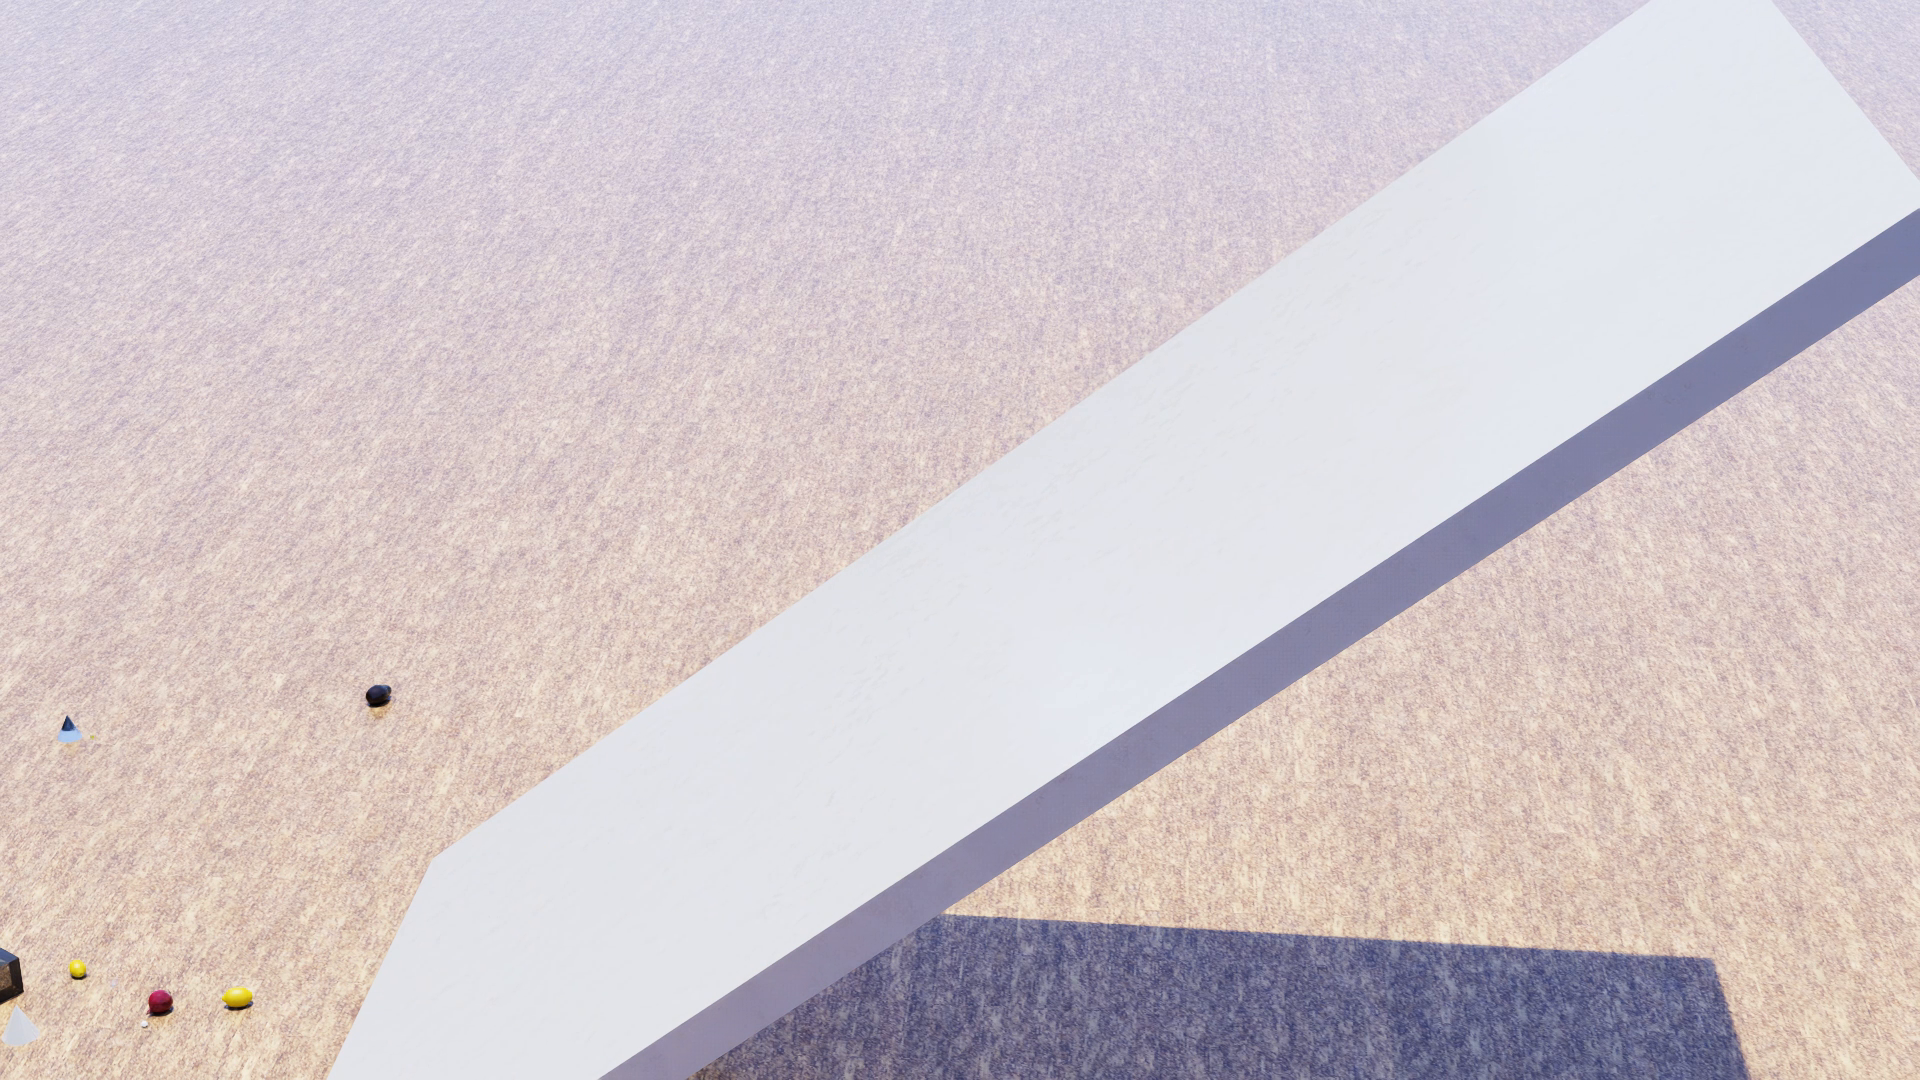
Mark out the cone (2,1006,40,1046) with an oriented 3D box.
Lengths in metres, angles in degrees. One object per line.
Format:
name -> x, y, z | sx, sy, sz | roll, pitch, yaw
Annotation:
cone -> -2.291, 1.168, 7.155 | 0.089, 0.089, 0.089 | 0, 23, 0

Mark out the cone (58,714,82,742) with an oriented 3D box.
cone -> -2.618, 0.546, 8.637 | 0.073, 0.073, 0.073 | 0, 23, 0

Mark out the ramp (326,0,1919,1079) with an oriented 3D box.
ramp -> 0.126, 0.181, 6.329 | 4.000, 0.100, 2.000 | -35, 16, 17

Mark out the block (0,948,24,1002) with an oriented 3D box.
block -> -2.411, 1.087, 7.331 | 0.099, 0.099, 0.099 | 17, 29, 35
